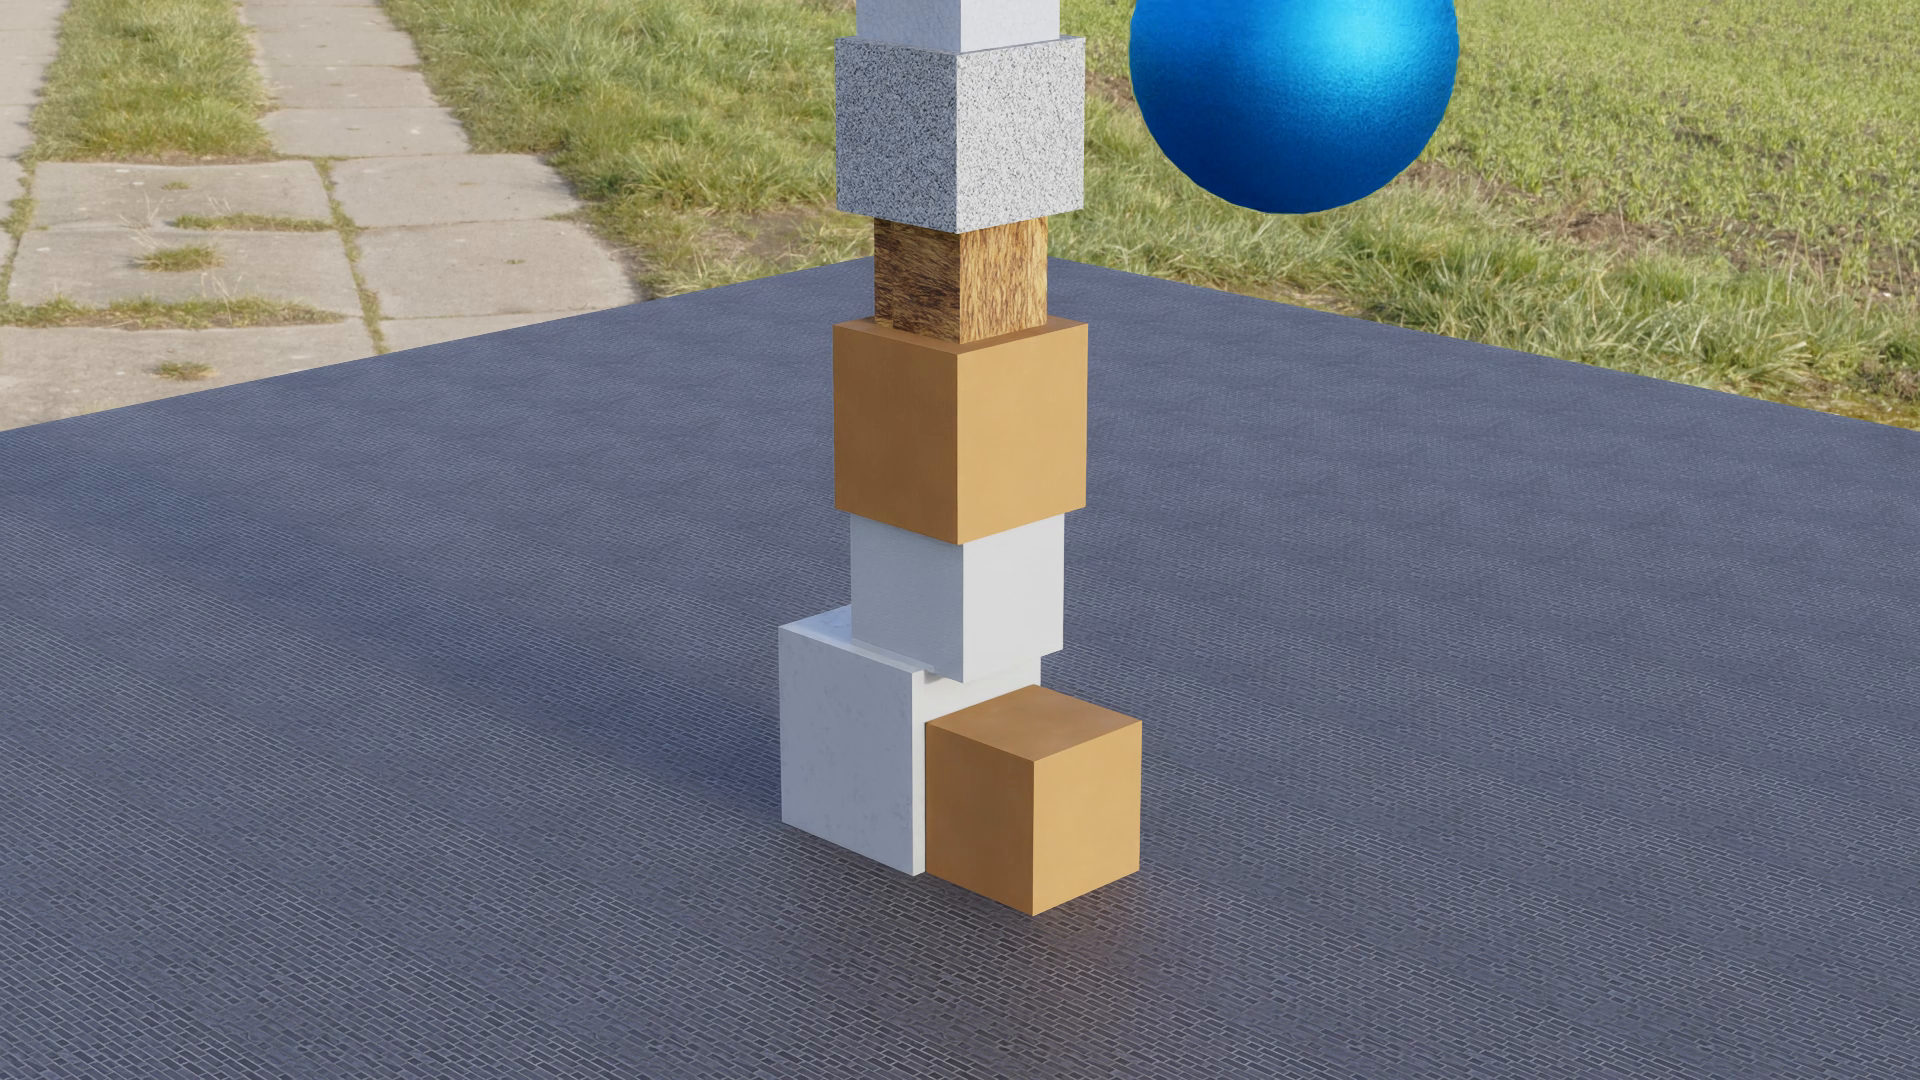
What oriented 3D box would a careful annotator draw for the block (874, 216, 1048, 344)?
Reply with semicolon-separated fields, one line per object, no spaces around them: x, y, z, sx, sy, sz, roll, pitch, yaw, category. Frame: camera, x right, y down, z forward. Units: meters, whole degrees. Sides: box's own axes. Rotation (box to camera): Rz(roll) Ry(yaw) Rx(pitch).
0.004;-1.208;12.966;0.546;0.518;0.535;-17;24;-42;block

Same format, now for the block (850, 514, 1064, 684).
-0.014;0.175;13.382;0.646;0.665;0.727;-17;24;-42;block

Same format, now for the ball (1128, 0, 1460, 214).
1.623;-2.389;14.292;1.600;1.600;1.600;0;17;0;ball

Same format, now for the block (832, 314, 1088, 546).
0.002;-0.554;13.170;0.821;0.852;0.786;-17;24;-42;block

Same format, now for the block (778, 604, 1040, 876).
-0.238;0.885;13.880;0.838;0.989;0.904;-17;24;-42;block

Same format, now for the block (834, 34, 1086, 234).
0.000;-1.811;12.773;0.786;0.750;0.746;-17;24;-42;block

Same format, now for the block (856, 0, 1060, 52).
-0.009;-2.488;12.550;0.600;0.675;0.637;-17;24;-42;block

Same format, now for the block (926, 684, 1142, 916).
0.335;1.173;13.384;0.709;0.737;0.677;-17;24;-42;block
